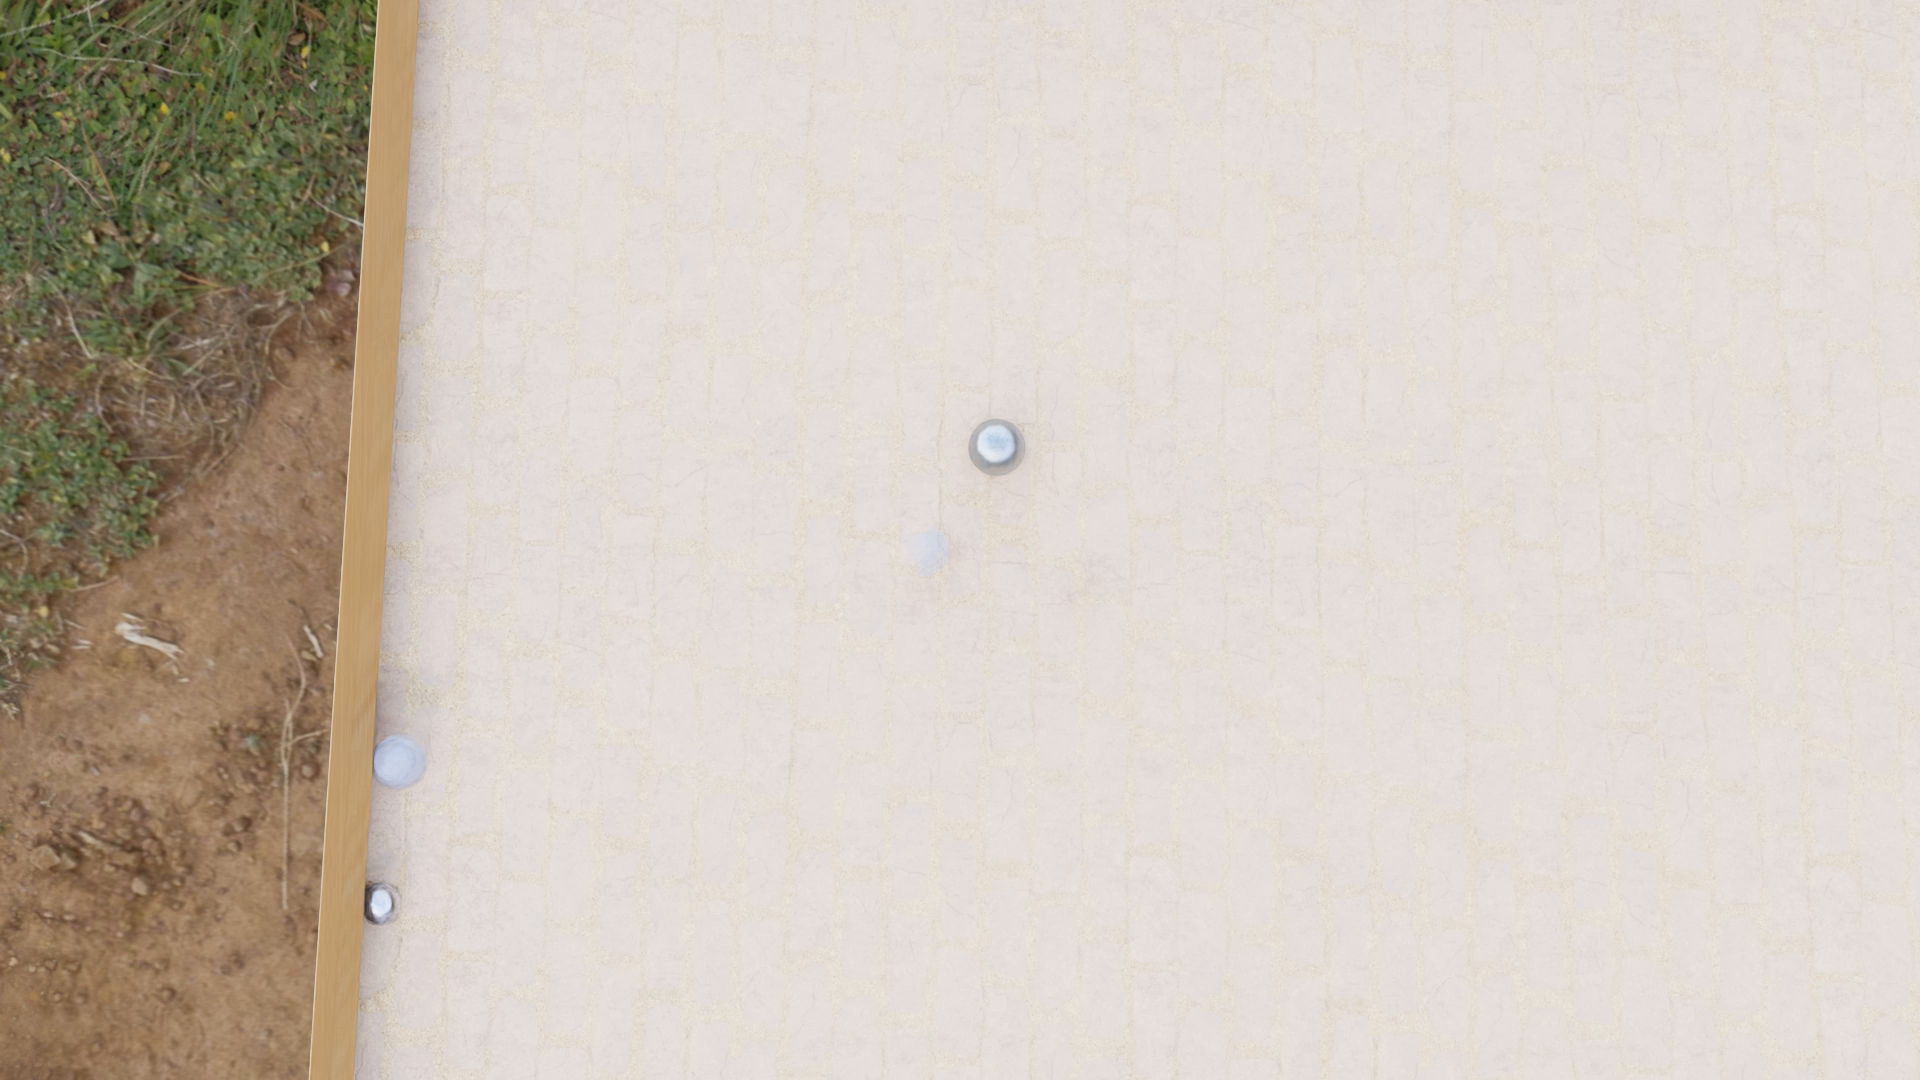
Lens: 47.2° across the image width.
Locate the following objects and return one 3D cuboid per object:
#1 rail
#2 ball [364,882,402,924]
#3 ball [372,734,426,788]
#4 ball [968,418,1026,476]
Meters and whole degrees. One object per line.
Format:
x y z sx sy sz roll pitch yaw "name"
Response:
-0.871 -0.017 3.257 0.045 0.124 2.121 1 80 0 "rail"
-0.841 0.528 3.196 0.060 0.060 0.060 0 80 0 "ball"
-0.821 0.323 3.223 0.077 0.077 0.077 0 80 0 "ball"
0.055 -0.139 3.299 0.086 0.086 0.086 0 80 0 "ball"
